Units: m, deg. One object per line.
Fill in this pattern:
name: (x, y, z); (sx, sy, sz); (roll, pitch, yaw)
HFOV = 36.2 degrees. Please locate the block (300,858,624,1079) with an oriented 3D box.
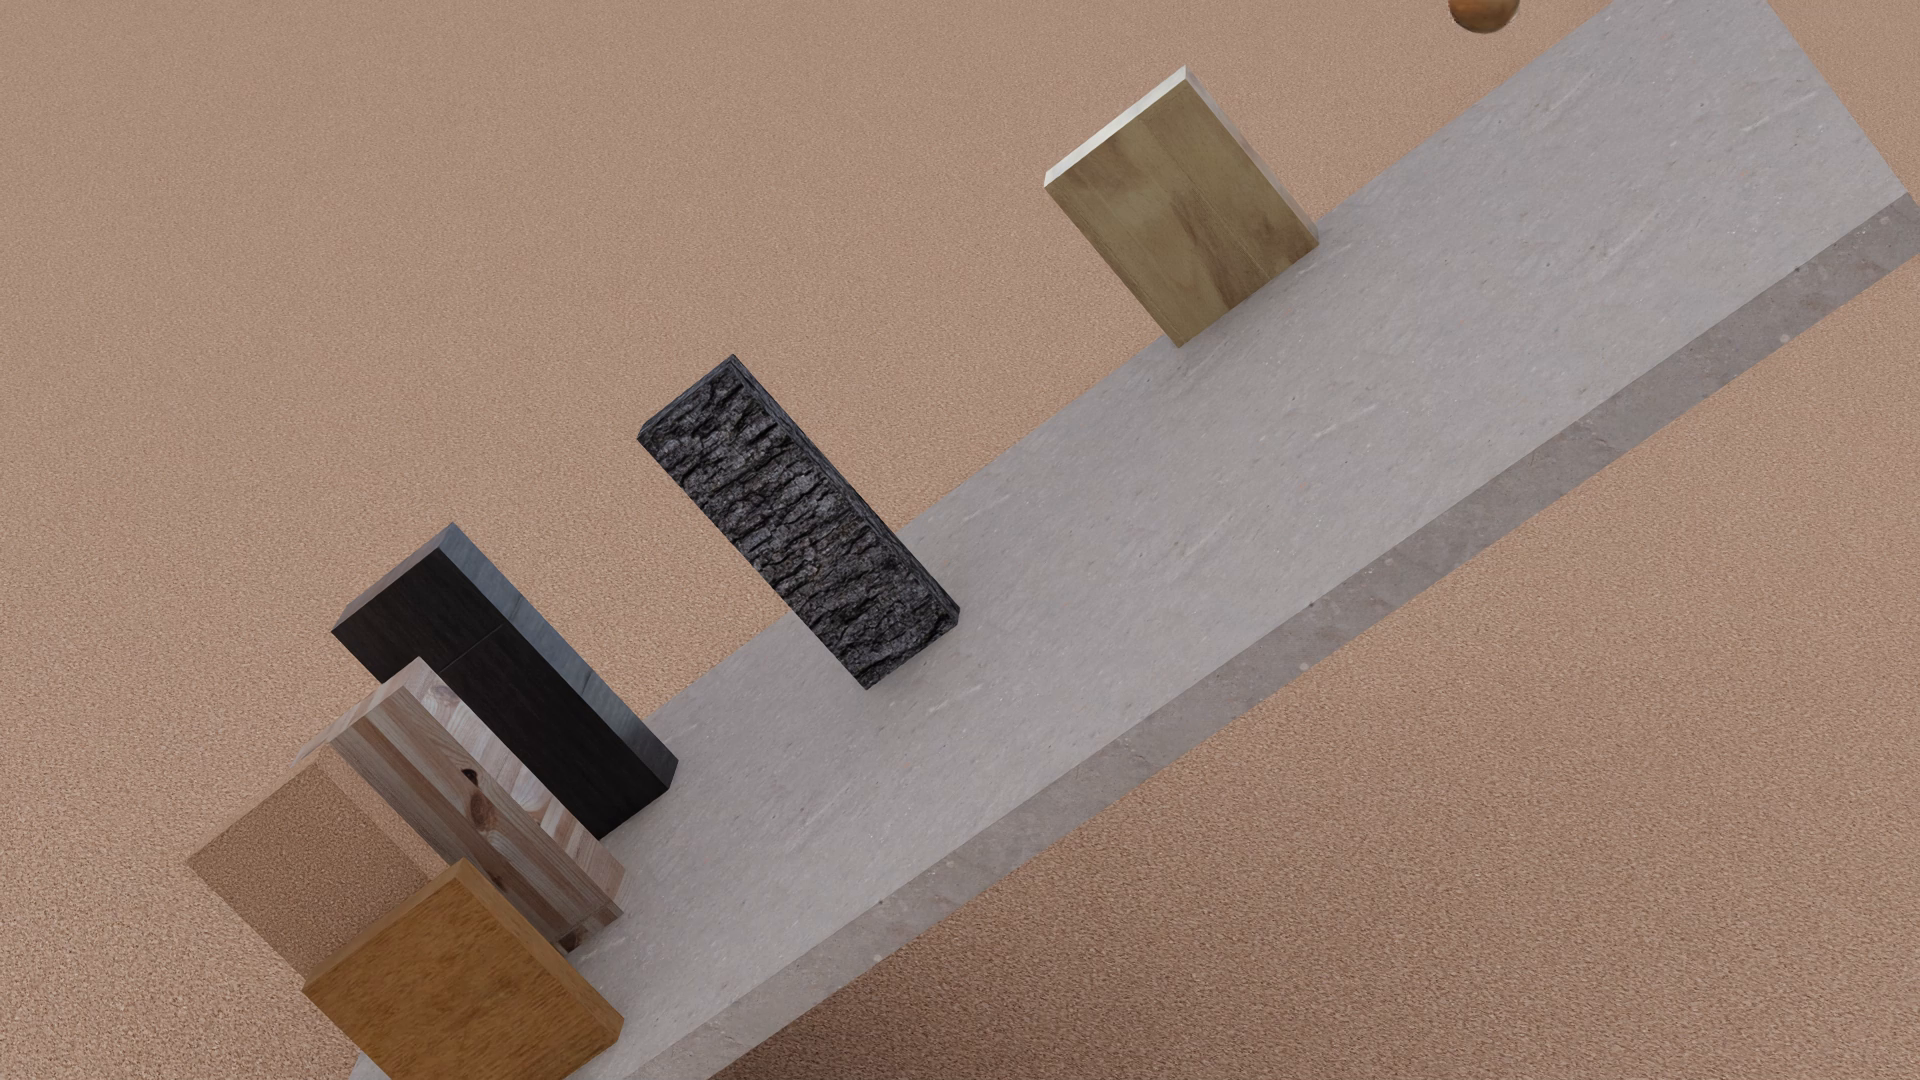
block: (-0.999, 0.936, 5.916); (0.432, 0.475, 0.080); (-36, 16, 18)

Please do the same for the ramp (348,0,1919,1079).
ramp: (0.119, 0.186, 6.345); (4.000, 0.100, 2.000); (-36, 16, 18)

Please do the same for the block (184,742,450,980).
block: (-1.221, 0.820, 6.214); (0.387, 0.766, 0.093); (-36, 16, 18)

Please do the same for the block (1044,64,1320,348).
block: (0.517, -0.774, 6.854); (0.414, 0.503, 0.123); (-36, 16, 18)

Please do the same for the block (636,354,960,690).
block: (-0.348, -0.033, 6.433); (0.265, 0.766, 0.086); (-36, 16, 18)

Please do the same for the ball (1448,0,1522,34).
ball: (1.036, -1.073, 5.813); (0.145, 0.145, 0.145); (0, 24, 0)

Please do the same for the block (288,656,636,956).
block: (-1.102, 0.642, 6.514); (0.368, 0.710, 0.143); (-36, 16, 18)

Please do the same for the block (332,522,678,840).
block: (-1.077, 0.374, 7.005); (0.354, 0.800, 0.146); (-36, 16, 18)
